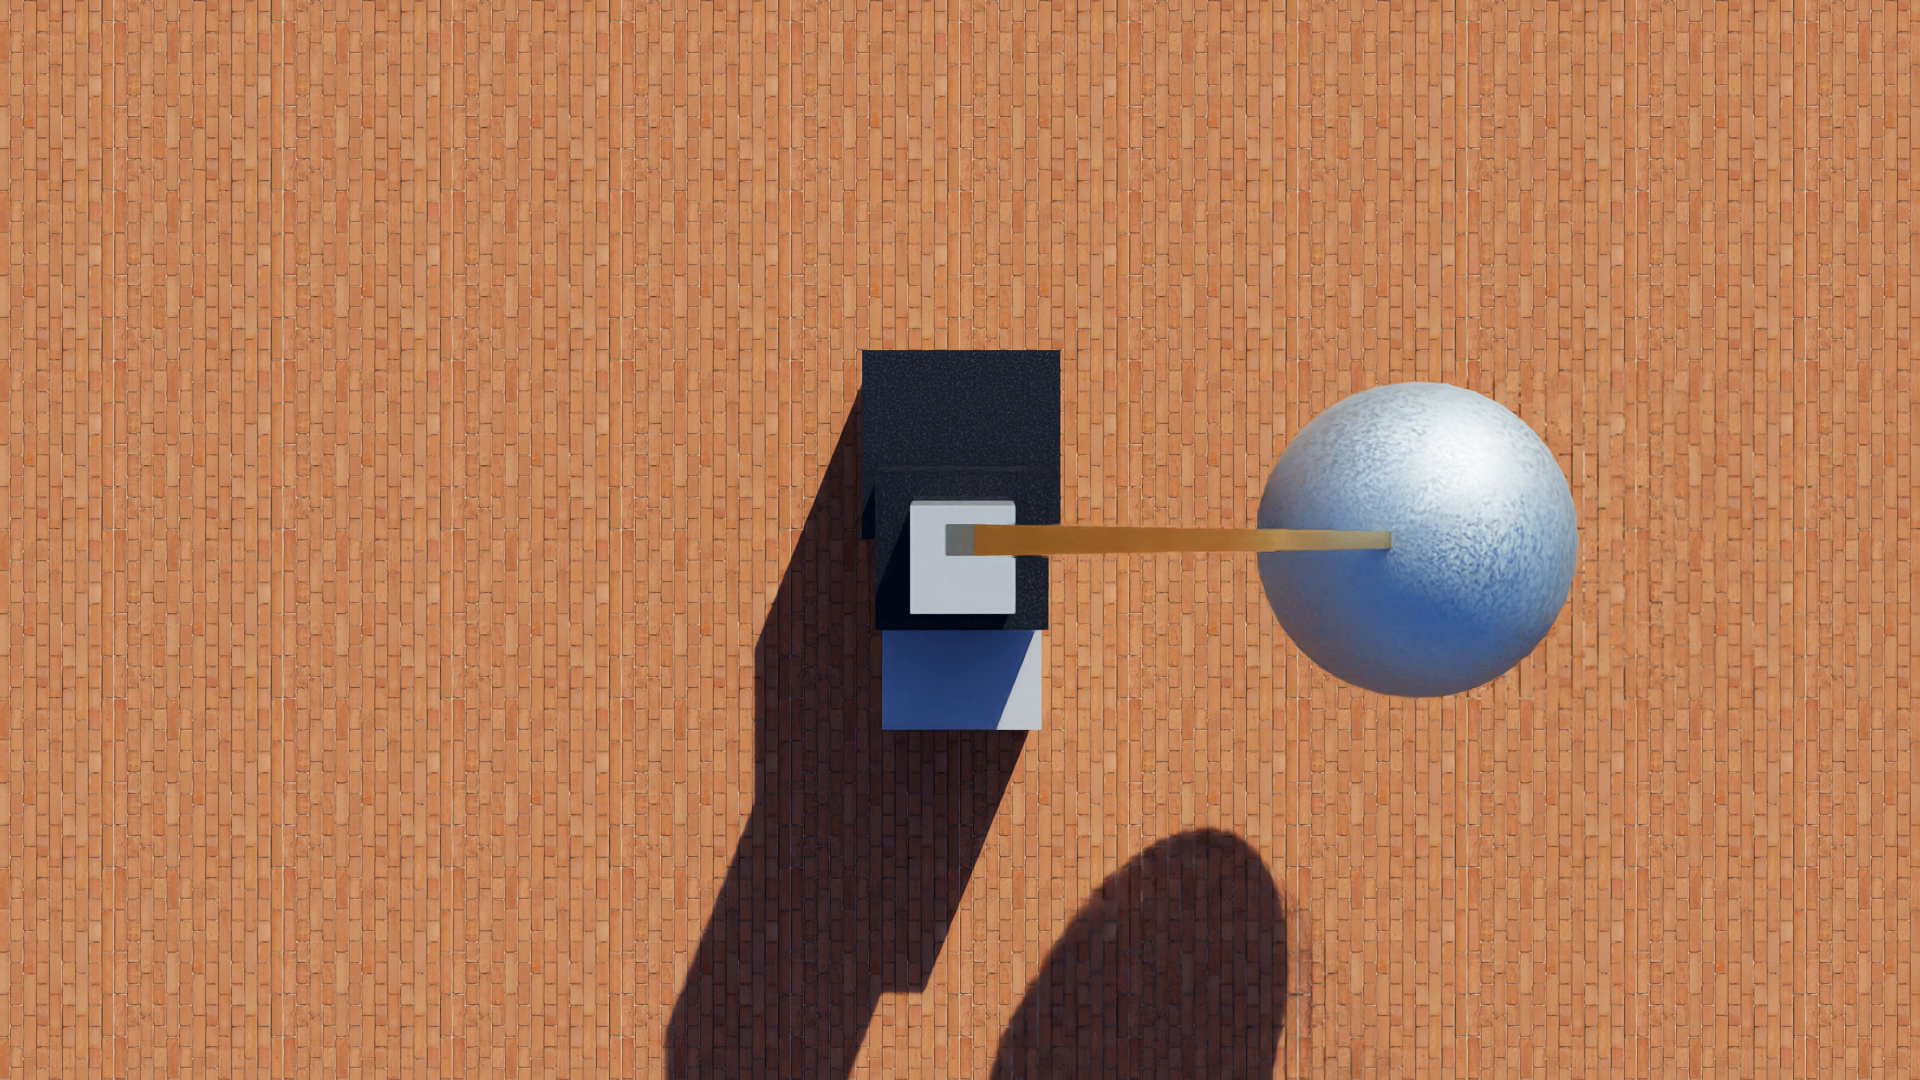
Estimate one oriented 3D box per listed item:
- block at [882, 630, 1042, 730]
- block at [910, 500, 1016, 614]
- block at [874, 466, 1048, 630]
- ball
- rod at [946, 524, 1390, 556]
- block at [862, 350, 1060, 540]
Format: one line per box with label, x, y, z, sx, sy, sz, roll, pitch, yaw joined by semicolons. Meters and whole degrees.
block;0.010;0.522;12.527;0.872;0.945;1.035;0;90;0
block;0.013;0.079;10.869;0.507;0.531;0.523;0;93;0
block;0.010;0.027;11.582;0.879;0.899;0.807;0;93;0
ball;2.295;0.000;11.104;1.600;1.600;1.600;0;90;0
rod;0.994;0.000;7.963;0.080;5.200;0.080;0;90;22
block;0.007;-0.523;12.515;1.087;0.970;1.034;0;90;0
